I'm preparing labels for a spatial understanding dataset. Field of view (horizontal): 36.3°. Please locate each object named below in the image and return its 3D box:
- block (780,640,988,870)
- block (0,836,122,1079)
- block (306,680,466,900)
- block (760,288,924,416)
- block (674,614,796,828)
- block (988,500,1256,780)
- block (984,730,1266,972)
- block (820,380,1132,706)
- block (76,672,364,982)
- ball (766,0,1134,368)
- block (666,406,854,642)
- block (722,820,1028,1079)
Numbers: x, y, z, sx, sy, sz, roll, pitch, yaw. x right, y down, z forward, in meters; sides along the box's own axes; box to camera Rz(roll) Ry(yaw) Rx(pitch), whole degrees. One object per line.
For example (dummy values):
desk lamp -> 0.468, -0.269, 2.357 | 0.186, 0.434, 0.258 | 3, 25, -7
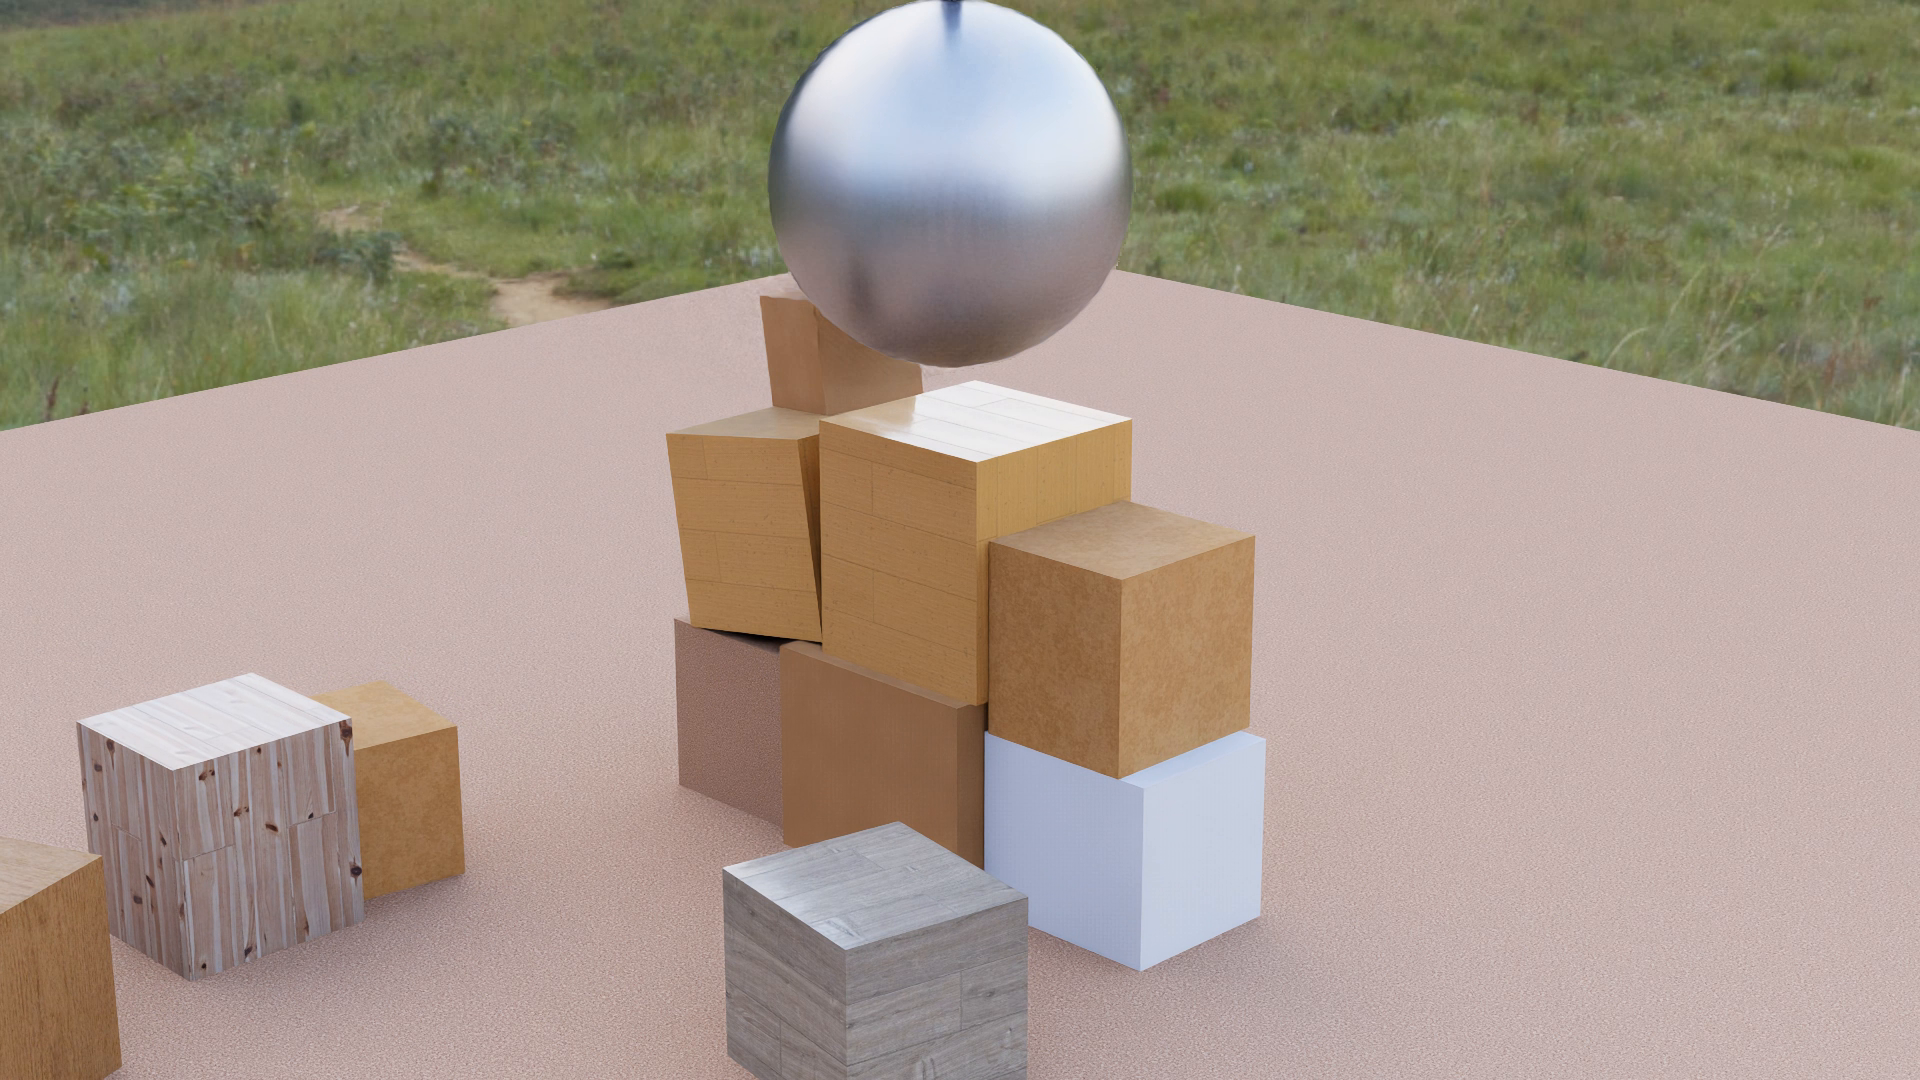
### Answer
block -> -0.018, 0.960, 13.646 | 1.142, 0.987, 1.155 | -17, 24, -42
block -> -3.939, 1.716, 11.365 | 0.967, 0.910, 0.806 | 7, 19, 22
block -> -2.750, 1.151, 13.477 | 0.628, 0.723, 0.751 | -13, 21, -35
block -> -0.577, -0.941, 14.237 | 0.527, 0.548, 0.598 | -12, 12, -27
block -> -0.757, 0.797, 14.362 | 0.884, 0.868, 0.903 | -17, 24, -42
block -> 0.700, 0.414, 12.750 | 0.761, 0.885, 0.867 | 16, 24, 42
block -> 0.721, 1.255, 12.951 | 0.800, 0.840, 0.933 | -17, 24, -42
block -> 0.071, -0.013, 13.257 | 0.984, 1.103, 0.996 | 17, 24, 42
block -> -3.224, 1.234, 12.816 | 0.871, 0.961, 0.800 | -16, 24, -42
ball -> -0.043, -1.555, 12.808 | 1.600, 1.600, 1.600 | 0, 17, 0
block -> -0.681, -0.123, 14.033 | 0.935, 0.948, 0.962 | 5, 16, 45
block -> -0.336, 1.719, 11.514 | 0.831, 0.816, 0.904 | -12, 21, -33
